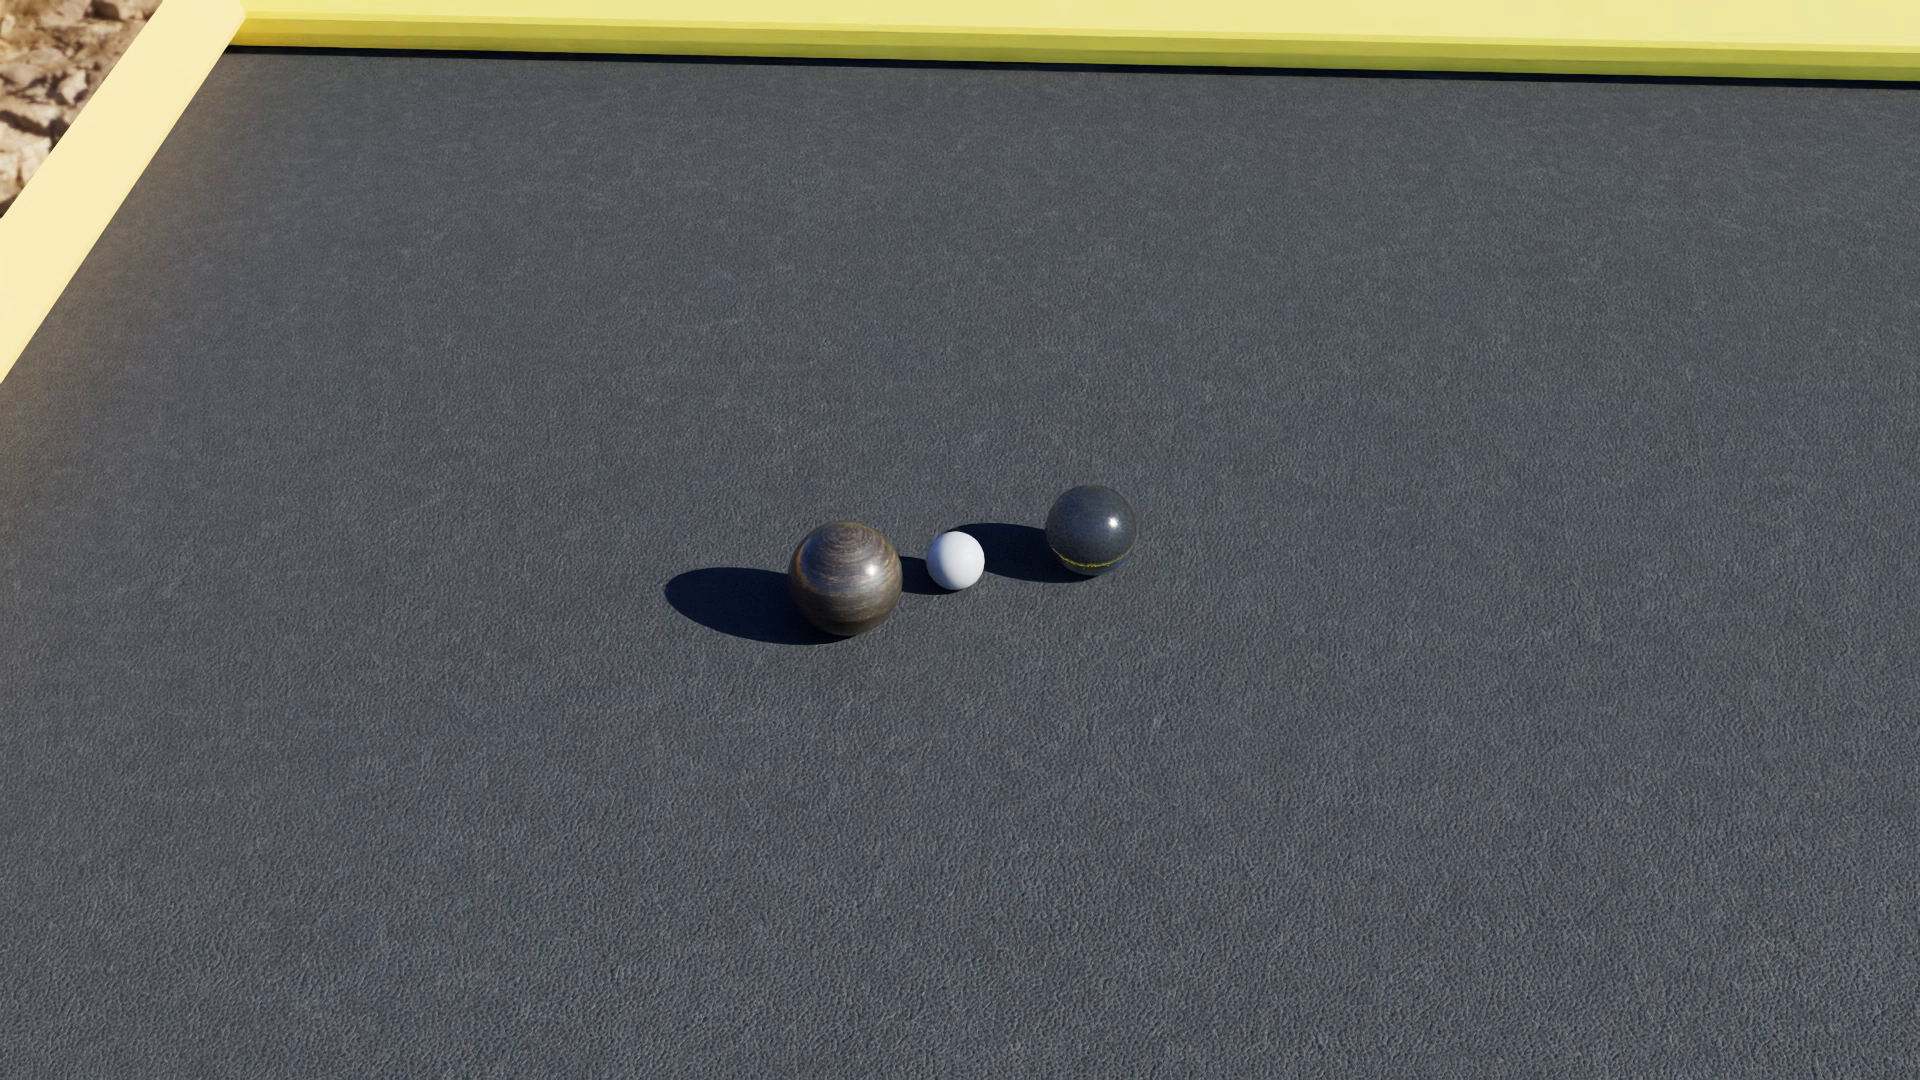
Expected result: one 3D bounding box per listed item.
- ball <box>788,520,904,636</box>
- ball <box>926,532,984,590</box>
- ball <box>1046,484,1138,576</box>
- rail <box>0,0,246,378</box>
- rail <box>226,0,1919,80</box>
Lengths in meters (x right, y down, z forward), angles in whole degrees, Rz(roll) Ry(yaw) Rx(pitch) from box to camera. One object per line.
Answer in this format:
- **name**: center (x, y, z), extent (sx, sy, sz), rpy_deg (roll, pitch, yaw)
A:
- **ball**: center (-0.079, 0.026, 1.759), extent (0.079, 0.079, 0.079), rpy_deg (0, 35, 0)
- **ball**: center (-0.003, 0.015, 1.808), extent (0.041, 0.041, 0.041), rpy_deg (0, 35, 0)
- **ball**: center (0.093, -0.007, 1.818), extent (0.065, 0.065, 0.065), rpy_deg (0, 35, 0)
- **rail**: center (-0.757, -0.039, 1.829), extent (0.045, 0.103, 1.724), rpy_deg (2, 35, 2)
- **rail**: center (0.823, -0.479, 2.449), extent (3.128, 0.103, 0.045), rpy_deg (2, 35, 2)
